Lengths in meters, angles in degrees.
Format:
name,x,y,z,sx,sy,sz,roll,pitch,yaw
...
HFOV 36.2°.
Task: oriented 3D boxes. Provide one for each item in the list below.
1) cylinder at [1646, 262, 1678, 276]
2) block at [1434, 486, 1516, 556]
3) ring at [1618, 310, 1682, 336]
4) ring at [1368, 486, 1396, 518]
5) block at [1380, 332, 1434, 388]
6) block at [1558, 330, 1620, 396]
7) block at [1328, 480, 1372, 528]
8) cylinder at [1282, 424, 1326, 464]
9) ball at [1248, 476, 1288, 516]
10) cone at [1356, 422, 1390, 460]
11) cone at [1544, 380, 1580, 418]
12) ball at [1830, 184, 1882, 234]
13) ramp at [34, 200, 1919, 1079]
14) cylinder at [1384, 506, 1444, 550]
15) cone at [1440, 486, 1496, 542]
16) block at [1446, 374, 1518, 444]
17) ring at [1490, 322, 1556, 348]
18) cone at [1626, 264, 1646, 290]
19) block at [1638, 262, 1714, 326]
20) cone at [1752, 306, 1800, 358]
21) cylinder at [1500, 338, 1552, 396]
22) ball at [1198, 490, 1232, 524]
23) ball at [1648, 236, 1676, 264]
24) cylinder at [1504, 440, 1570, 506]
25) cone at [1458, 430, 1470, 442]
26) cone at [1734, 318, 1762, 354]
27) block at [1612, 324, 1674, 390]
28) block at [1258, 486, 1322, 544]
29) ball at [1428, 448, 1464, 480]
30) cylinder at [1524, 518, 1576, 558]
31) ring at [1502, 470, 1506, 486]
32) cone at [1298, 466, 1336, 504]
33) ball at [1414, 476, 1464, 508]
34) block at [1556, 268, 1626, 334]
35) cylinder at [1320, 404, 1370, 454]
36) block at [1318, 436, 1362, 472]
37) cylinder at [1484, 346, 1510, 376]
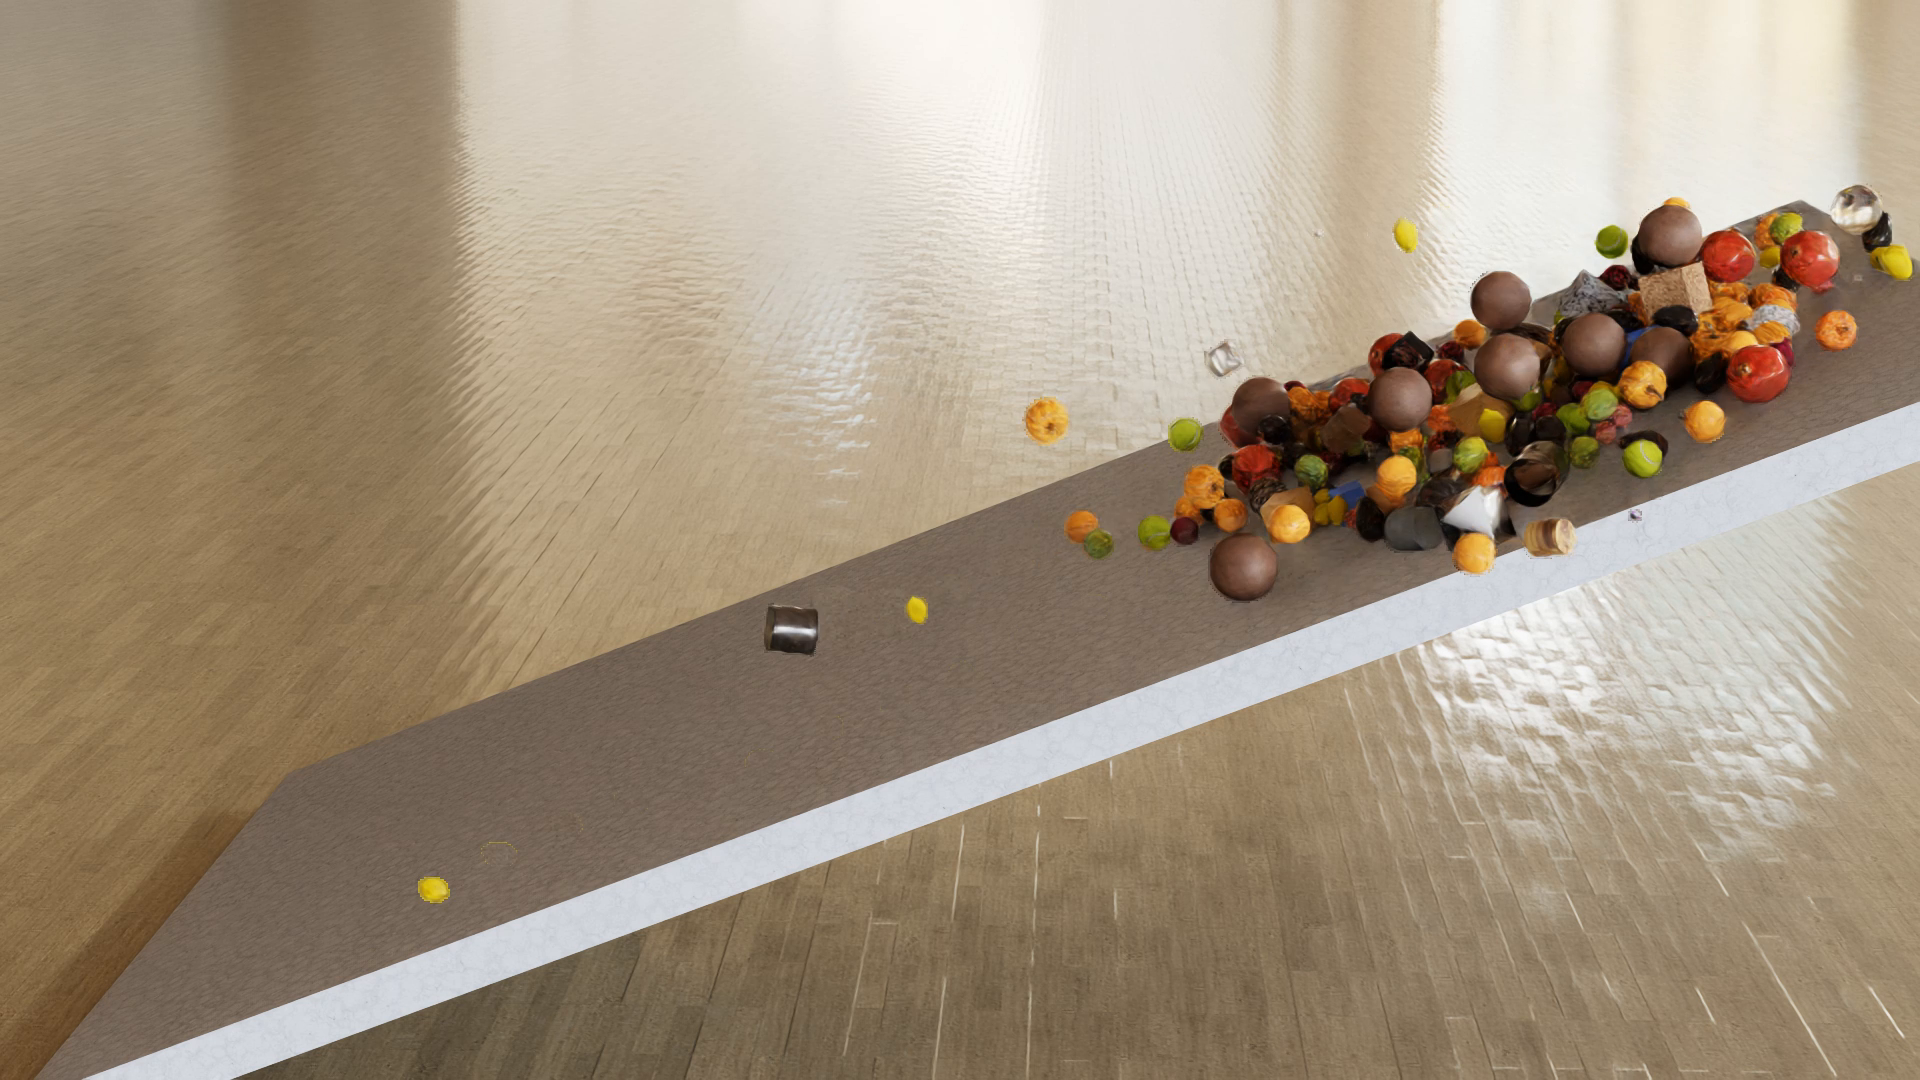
name,x,y,z,sx,sy,sz,roll,pitch,yaw
cylinder,1.567,-0.571,6.548,0.073,0.073,0.073,-26,21,-14
block,0.927,-0.035,5.295,0.092,0.092,0.092,-25,12,-14
ring,1.474,-0.459,6.287,0.143,0.048,0.143,-20,13,5
ring,0.803,-0.071,5.590,0.026,0.077,0.077,-41,12,7
block,0.943,-0.381,6.199,0.071,0.071,0.071,-39,73,-23
block,1.302,-0.367,6.064,0.087,0.087,0.087,-24,9,35
block,0.770,-0.072,5.809,0.064,0.064,0.064,-21,12,5
cylinder,0.756,-0.209,6.389,0.084,0.084,0.084,-4,7,-16
ball,0.637,-0.088,6.073,0.084,0.084,0.084,0,14,0
cone,0.870,-0.195,6.241,0.078,0.078,0.078,2,46,10
cone,1.208,-0.276,5.967,0.072,0.072,0.072,37,12,-9
ball,1.800,-0.664,5.905,0.099,0.099,0.099,0,14,0
ramp,0.123,0.174,6.291,4.000,0.100,2.000,-21,12,7
cylinder,0.838,-0.020,5.421,0.078,0.078,0.078,-9,3,-33
cone,0.911,-0.031,5.177,0.092,0.092,0.092,48,25,5
block,1.063,-0.266,5.983,0.087,0.087,0.087,-31,14,46
ring,1.227,-0.446,6.411,0.143,0.048,0.143,7,1,0
cone,1.484,-0.581,6.419,0.055,0.055,0.055,12,-19,4
block,1.452,-0.500,5.969,0.099,0.099,0.099,-12,4,40
cone,1.594,-0.394,5.780,0.096,0.096,0.096,7,58,28
cylinder,1.187,-0.365,6.170,0.088,0.088,0.088,10,33,-7
ball,0.538,-0.071,6.189,0.071,0.071,0.071,0,14,0
ball,1.521,-0.628,6.378,0.060,0.060,0.060,0,14,0
cylinder,1.065,-0.123,5.425,0.096,0.096,0.096,7,25,26
cone,1.051,-0.253,6.061,0.080,0.080,0.080,-21,12,5
cone,1.567,-0.391,5.854,0.072,0.072,0.072,28,36,-23
block,1.383,-0.371,5.952,0.091,0.091,0.091,-17,13,24
block,0.660,-0.050,5.870,0.080,0.080,0.080,-15,14,33
ball,0.955,-0.147,5.788,0.070,0.070,0.070,0,14,0
cylinder,1.021,-0.004,5.090,0.063,0.063,0.063,-8,4,44
ring,1.079,-0.130,5.568,0.111,0.037,0.111,-22,8,3
cone,0.710,-0.086,6.033,0.093,0.093,0.093,36,-10,7
ball,0.897,-0.069,5.480,0.099,0.099,0.099,0,14,0
block,1.334,-0.500,6.225,0.096,0.096,0.096,33,16,-5
cylinder,0.795,-0.229,6.075,0.073,0.073,0.073,-11,-26,-37
block,0.810,-0.196,6.272,0.069,0.069,0.069,-21,12,5
cylinder,1.151,-0.381,6.273,0.055,0.055,0.055,-13,10,17
